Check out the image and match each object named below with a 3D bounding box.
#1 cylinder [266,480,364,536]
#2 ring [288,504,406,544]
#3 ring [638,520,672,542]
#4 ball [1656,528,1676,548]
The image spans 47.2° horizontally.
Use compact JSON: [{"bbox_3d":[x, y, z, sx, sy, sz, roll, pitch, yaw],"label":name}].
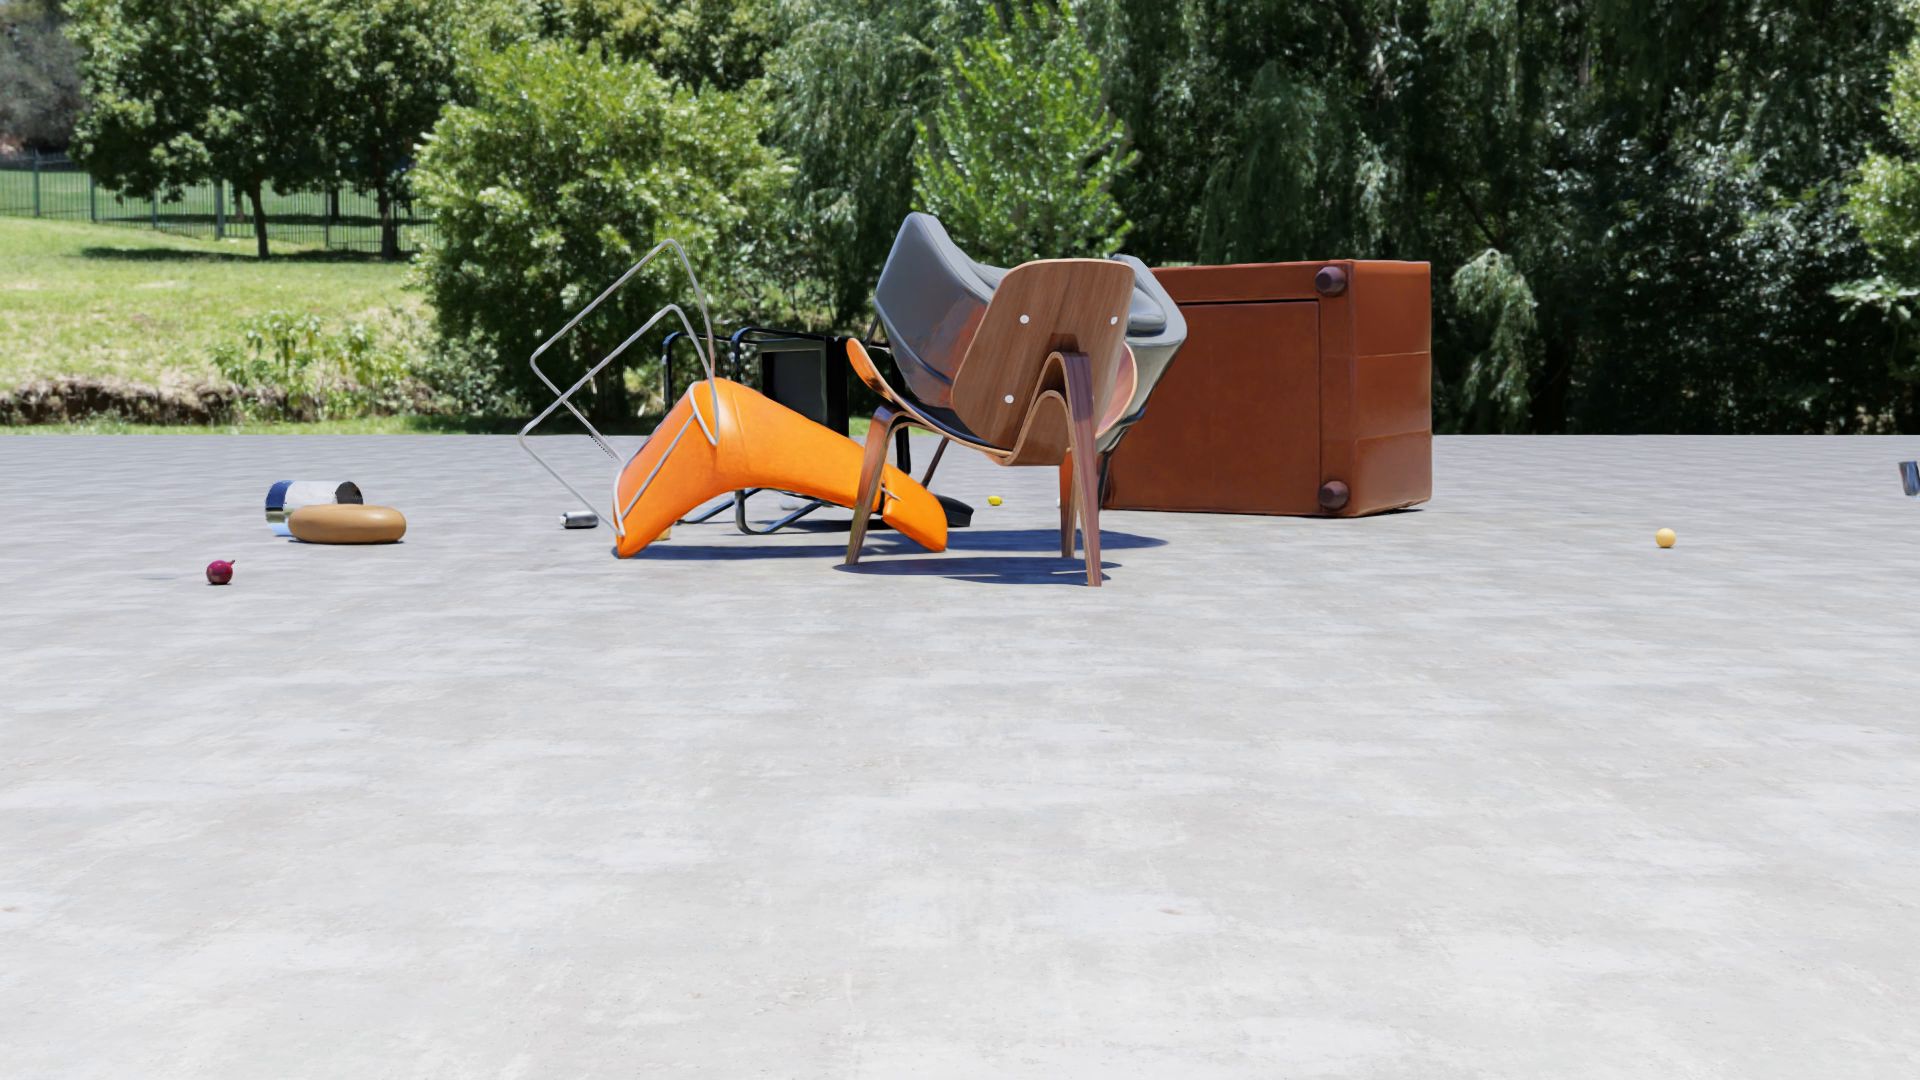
[{"bbox_3d":[-1.977,-0.097,6.737,0.230,0.169,0.178,1,11,17],"label":"cylinder"},{"bbox_3d":[-1.803,-0.046,6.468,0.413,0.104,0.266,3,6,33],"label":"ring"},{"bbox_3d":[-0.913,-0.029,6.564,0.095,0.057,0.213,-2,3,3],"label":"ring"},{"bbox_3d":[1.997,-0.005,6.223,0.055,0.055,0.055,0,4,0],"label":"ball"}]
